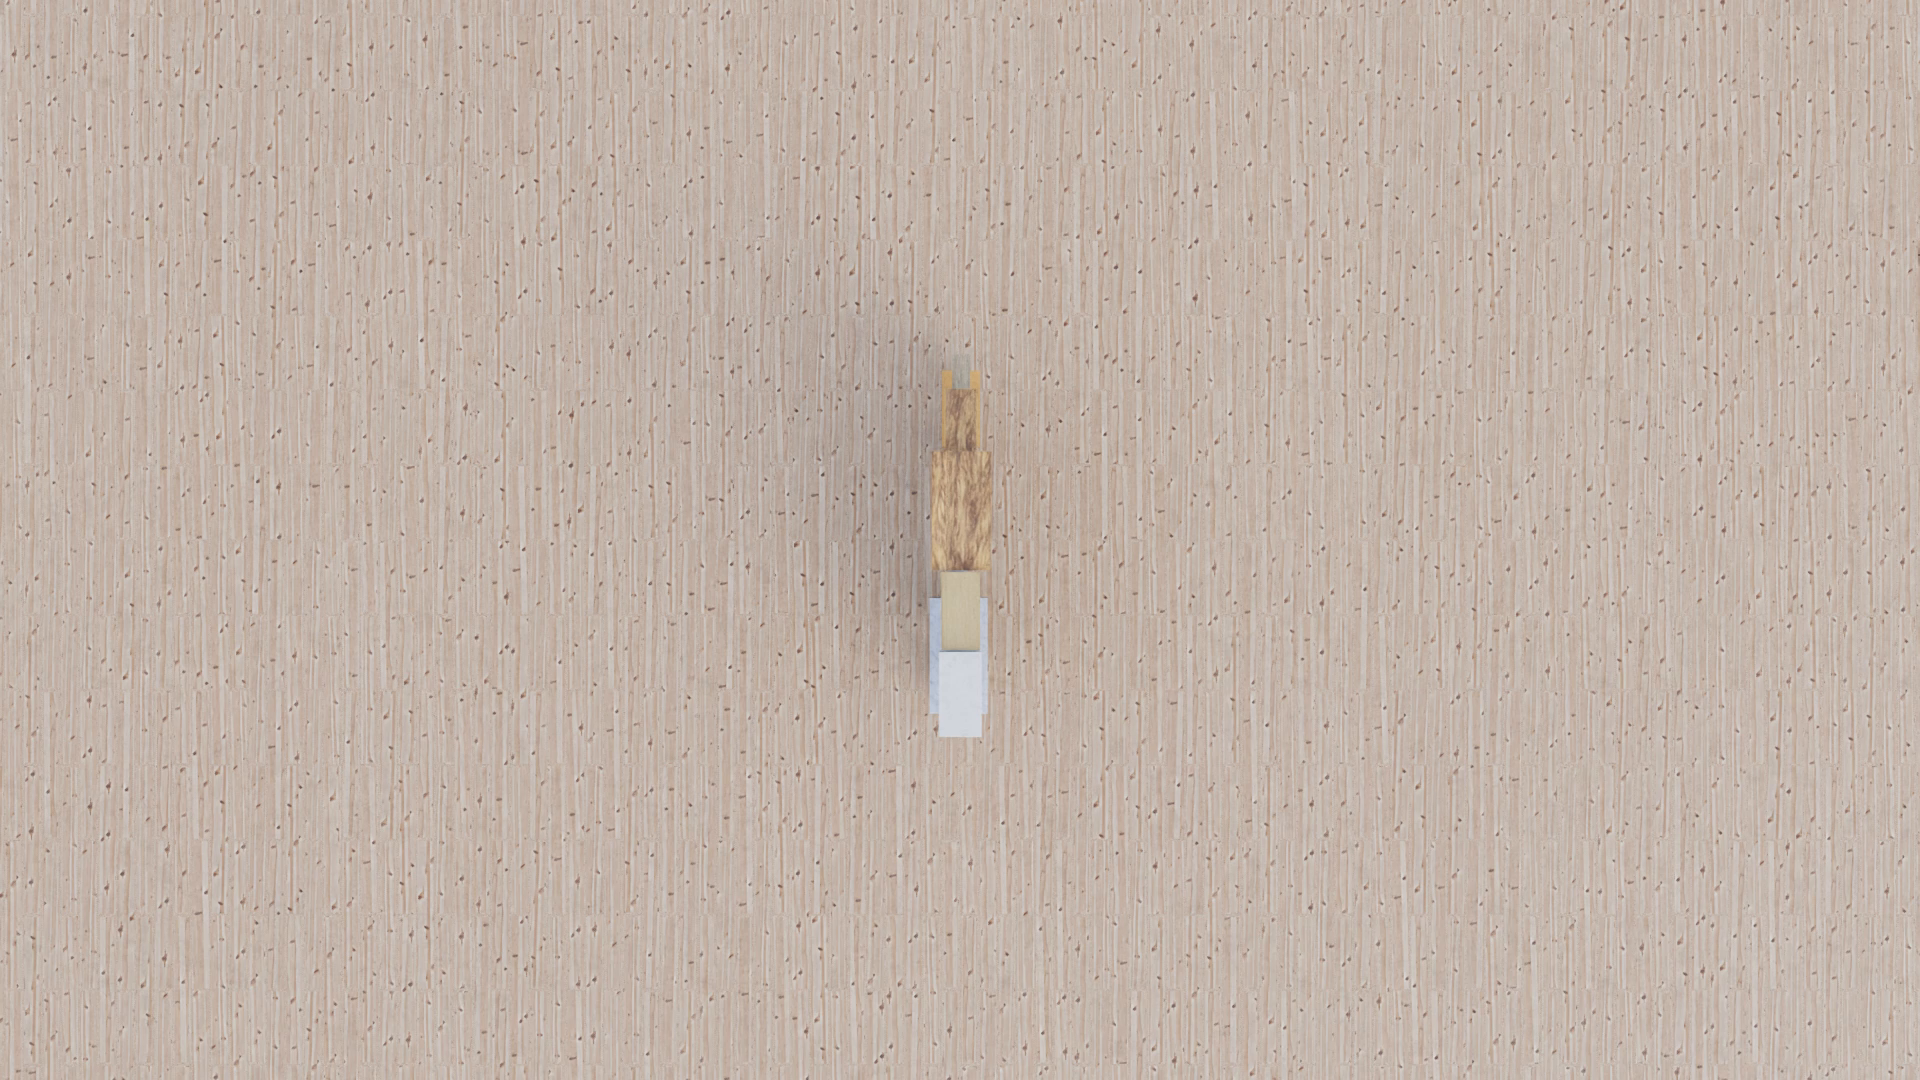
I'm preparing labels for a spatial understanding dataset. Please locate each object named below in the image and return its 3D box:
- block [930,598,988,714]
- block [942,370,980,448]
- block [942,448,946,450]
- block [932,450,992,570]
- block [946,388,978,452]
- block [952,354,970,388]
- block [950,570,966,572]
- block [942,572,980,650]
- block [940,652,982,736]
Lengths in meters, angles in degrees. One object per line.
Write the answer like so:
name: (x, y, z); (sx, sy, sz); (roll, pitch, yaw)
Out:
block: (-0.004, 0.357, 5.116); (0.179, 0.051, 0.358); (0, 90, 0)
block: (0.003, -0.416, 5.242); (0.121, 0.034, 0.241); (0, 90, 0)
block: (-0.002, -0.180, 5.264); (0.110, 0.031, 0.221); (0, 90, 0)
block: (0.004, -0.086, 4.873); (0.175, 0.050, 0.350); (0, 90, 0)
block: (0.004, -0.362, 5.018); (0.096, 0.027, 0.193); (0, 90, 0)
block: (0.004, -0.519, 5.106); (0.055, 0.016, 0.111); (0, 90, 0)
block: (-0.005, 0.120, 5.385); (0.054, 0.015, 0.107); (0, 90, 0)
block: (0.002, 0.208, 4.847); (0.114, 0.032, 0.228); (0, 90, 0)
block: (0.001, 0.451, 4.826); (0.124, 0.035, 0.248); (0, 90, 0)
